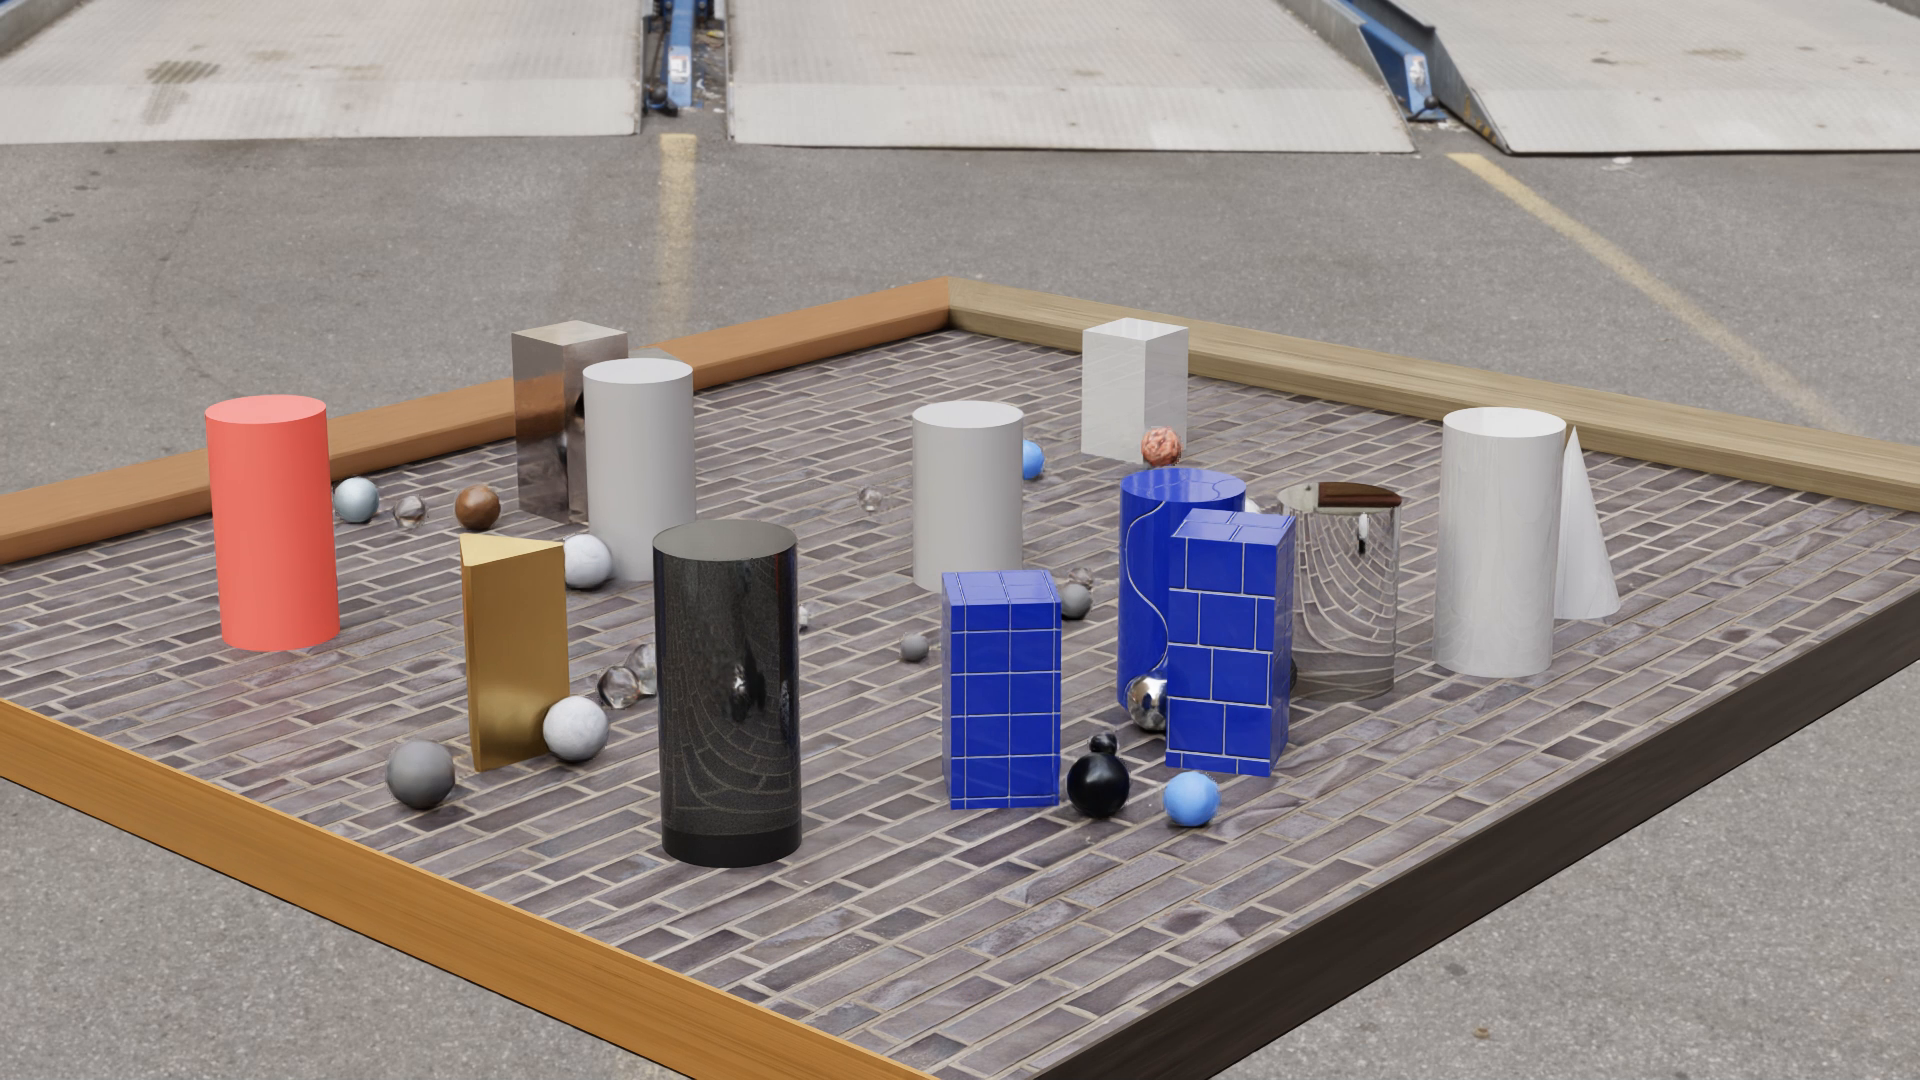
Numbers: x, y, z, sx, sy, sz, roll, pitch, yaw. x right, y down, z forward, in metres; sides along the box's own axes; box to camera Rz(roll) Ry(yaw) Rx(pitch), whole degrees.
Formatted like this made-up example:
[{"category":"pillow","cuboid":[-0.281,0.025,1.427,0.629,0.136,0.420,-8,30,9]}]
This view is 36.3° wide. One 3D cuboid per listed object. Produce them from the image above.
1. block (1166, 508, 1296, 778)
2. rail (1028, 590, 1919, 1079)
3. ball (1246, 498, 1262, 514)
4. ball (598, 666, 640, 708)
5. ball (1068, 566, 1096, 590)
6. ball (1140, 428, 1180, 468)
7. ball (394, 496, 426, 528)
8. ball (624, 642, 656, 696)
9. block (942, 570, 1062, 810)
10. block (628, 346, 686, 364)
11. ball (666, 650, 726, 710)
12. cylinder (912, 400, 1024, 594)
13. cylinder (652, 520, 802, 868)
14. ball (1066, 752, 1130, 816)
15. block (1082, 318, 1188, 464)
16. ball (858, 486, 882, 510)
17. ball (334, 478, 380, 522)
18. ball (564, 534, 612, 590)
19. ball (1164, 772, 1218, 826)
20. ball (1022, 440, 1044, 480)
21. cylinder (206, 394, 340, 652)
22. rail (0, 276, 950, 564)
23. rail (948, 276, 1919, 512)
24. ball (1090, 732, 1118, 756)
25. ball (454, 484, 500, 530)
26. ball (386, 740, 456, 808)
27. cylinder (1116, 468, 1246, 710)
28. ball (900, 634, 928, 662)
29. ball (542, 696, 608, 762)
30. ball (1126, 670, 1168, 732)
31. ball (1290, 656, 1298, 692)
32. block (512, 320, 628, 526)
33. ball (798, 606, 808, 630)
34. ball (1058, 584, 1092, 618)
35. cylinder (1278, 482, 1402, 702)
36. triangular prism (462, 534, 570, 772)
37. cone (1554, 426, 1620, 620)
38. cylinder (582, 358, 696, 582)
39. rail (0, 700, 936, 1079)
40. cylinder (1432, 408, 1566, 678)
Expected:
[{"category":"block","cuboid":[0.400,0.150,4.336,0.155,0.354,0.155,5,17,16]},{"category":"rail","cuboid":[1.054,0.296,4.244,0.045,0.126,3.176,14,22,39]},{"category":"ball","cuboid":[0.520,-0.038,5.430,0.082,0.082,0.082,0,17,0]},{"category":"ball","cuboid":[-0.532,0.229,4.572,0.066,0.066,0.066,0,17,0]},{"category":"ball","cuboid":[0.213,0.069,5.137,0.047,0.047,0.047,0,17,0]},{"category":"ball","cuboid":[0.403,-0.186,5.899,0.080,0.080,0.080,0,17,0]},{"category":"ball","cuboid":[-1.035,-0.053,5.515,0.062,0.062,0.062,0,17,0]},{"category":"ball","cuboid":[-0.488,0.203,4.629,0.083,0.083,0.083,0,17,0]},{"category":"block","cuboid":[0.058,0.213,4.211,0.155,0.306,0.155,-1,17,-5]},{"category":"block","cuboid":[-0.644,-0.241,5.820,0.155,0.245,0.155,-8,19,-26]},{"category":"ball","cuboid":[-0.410,0.218,4.566,0.091,0.091,0.091,0,17,0]},{"category":"cylinder","cuboid":[0.014,-0.076,5.174,0.194,0.302,0.194,0,17,0]},{"category":"cylinder","cuboid":[-0.316,0.208,4.003,0.194,0.436,0.194,0,17,0]},{"category":"ball","cuboid":[0.195,0.346,4.144,0.091,0.091,0.091,0,17,0]},{"category":"block","cuboid":[0.359,-0.307,6.019,0.155,0.258,0.155,13,21,36]},{"category":"ball","cuboid":[-0.172,-0.079,5.630,0.046,0.046,0.046,0,17,0]},{"category":"ball","cuboid":[-1.142,-0.076,5.549,0.086,0.086,0.086,0,17,0]},{"category":"ball","cuboid":[-0.661,0.038,5.153,0.097,0.097,0.097,0,17,0]},{"category":"ball","cuboid":[0.324,0.363,4.109,0.077,0.077,0.077,0,17,0]},{"category":"ball","cuboid":[0.129,-0.159,5.840,0.078,0.078,0.078,0,17,0]},{"category":"cylinder","cuboid":[-1.141,-0.030,4.874,0.194,0.387,0.194,0,17,0]},{"category":"rail","cuboid":[-1.054,-0.233,5.996,0.045,0.126,3.176,14,22,39]},{"category":"rail","cuboid":[1.026,-0.310,6.251,2.838,0.126,0.045,14,22,39]},{"category":"ball","cuboid":[0.214,0.306,4.357,0.043,0.043,0.043,0,17,0]},{"category":"ball","cuboid":[-0.905,-0.061,5.501,0.086,0.086,0.086,0,17,0]},{"category":"ball","cuboid":[-0.768,0.333,4.175,0.097,0.097,0.097,0,17,0]},{"category":"cylinder","cuboid":[0.344,0.083,4.567,0.194,0.350,0.194,0,17,0]},{"category":"ball","cuboid":[-0.074,0.176,4.784,0.047,0.047,0.047,0,17,0]},{"category":"ball","cuboid":[-0.570,0.280,4.350,0.097,0.097,0.097,0,17,0]},{"category":"ball","cuboid":[0.300,0.246,4.472,0.093,0.093,0.093,0,17,0]},{"category":"ball","cuboid":[0.485,0.209,4.600,0.088,0.088,0.088,0,17,0]},{"category":"block","cuboid":[-0.738,-0.225,5.591,0.155,0.348,0.155,16,23,42]},{"category":"ball","cuboid":[-0.276,0.131,4.938,0.042,0.042,0.042,0,17,0]},{"category":"ball","cuboid":[0.196,0.105,4.997,0.059,0.059,0.059,0,17,0]},{"category":"cylinder","cuboid":[0.597,0.081,4.651,0.194,0.305,0.194,0,17,0]},{"category":"triangular prism","cuboid":[-0.695,0.158,4.372,0.168,0.318,0.146,-14,22,-40]},{"category":"cone","cuboid":[1.048,-0.044,5.046,0.194,0.317,0.194,0,17,0]},{"category":"cylinder","cuboid":[-0.571,-0.128,5.246,0.194,0.360,0.194,0,17,0]},{"category":"rail","cuboid":[-1.026,0.373,3.989,2.838,0.126,0.045,14,22,39]},{"category":"cylinder","cuboid":[0.871,0.002,4.747,0.194,0.400,0.194,0,17,0]}]
